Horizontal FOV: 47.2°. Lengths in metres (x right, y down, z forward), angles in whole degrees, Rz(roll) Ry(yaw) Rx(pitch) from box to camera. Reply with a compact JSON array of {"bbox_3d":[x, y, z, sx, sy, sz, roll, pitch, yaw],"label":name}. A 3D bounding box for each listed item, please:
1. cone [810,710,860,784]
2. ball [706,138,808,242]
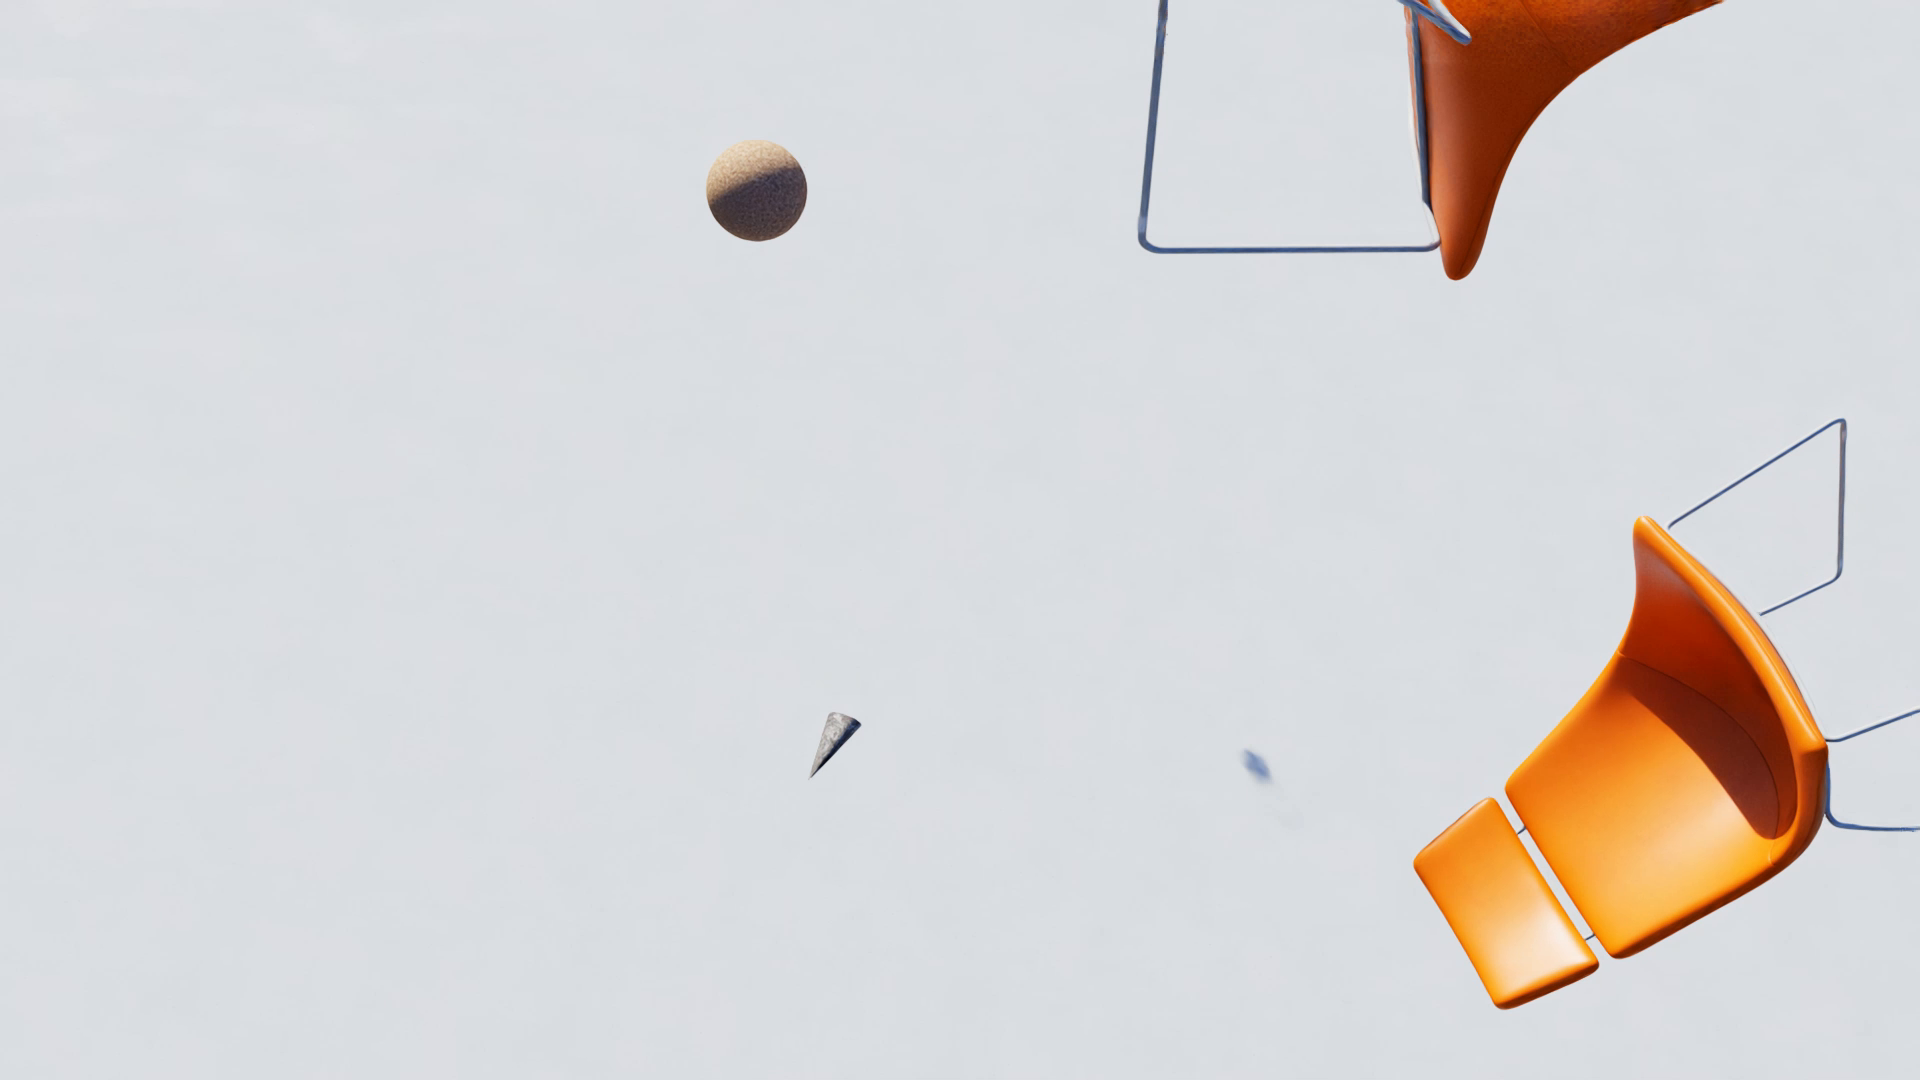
[{"bbox_3d":[-0.221,0.349,3.638,0.046,0.117,0.122,31,76,-27],"label":"cone"},{"bbox_3d":[-0.401,-0.690,4.341,0.200,0.200,0.200,0,56,0],"label":"ball"}]
